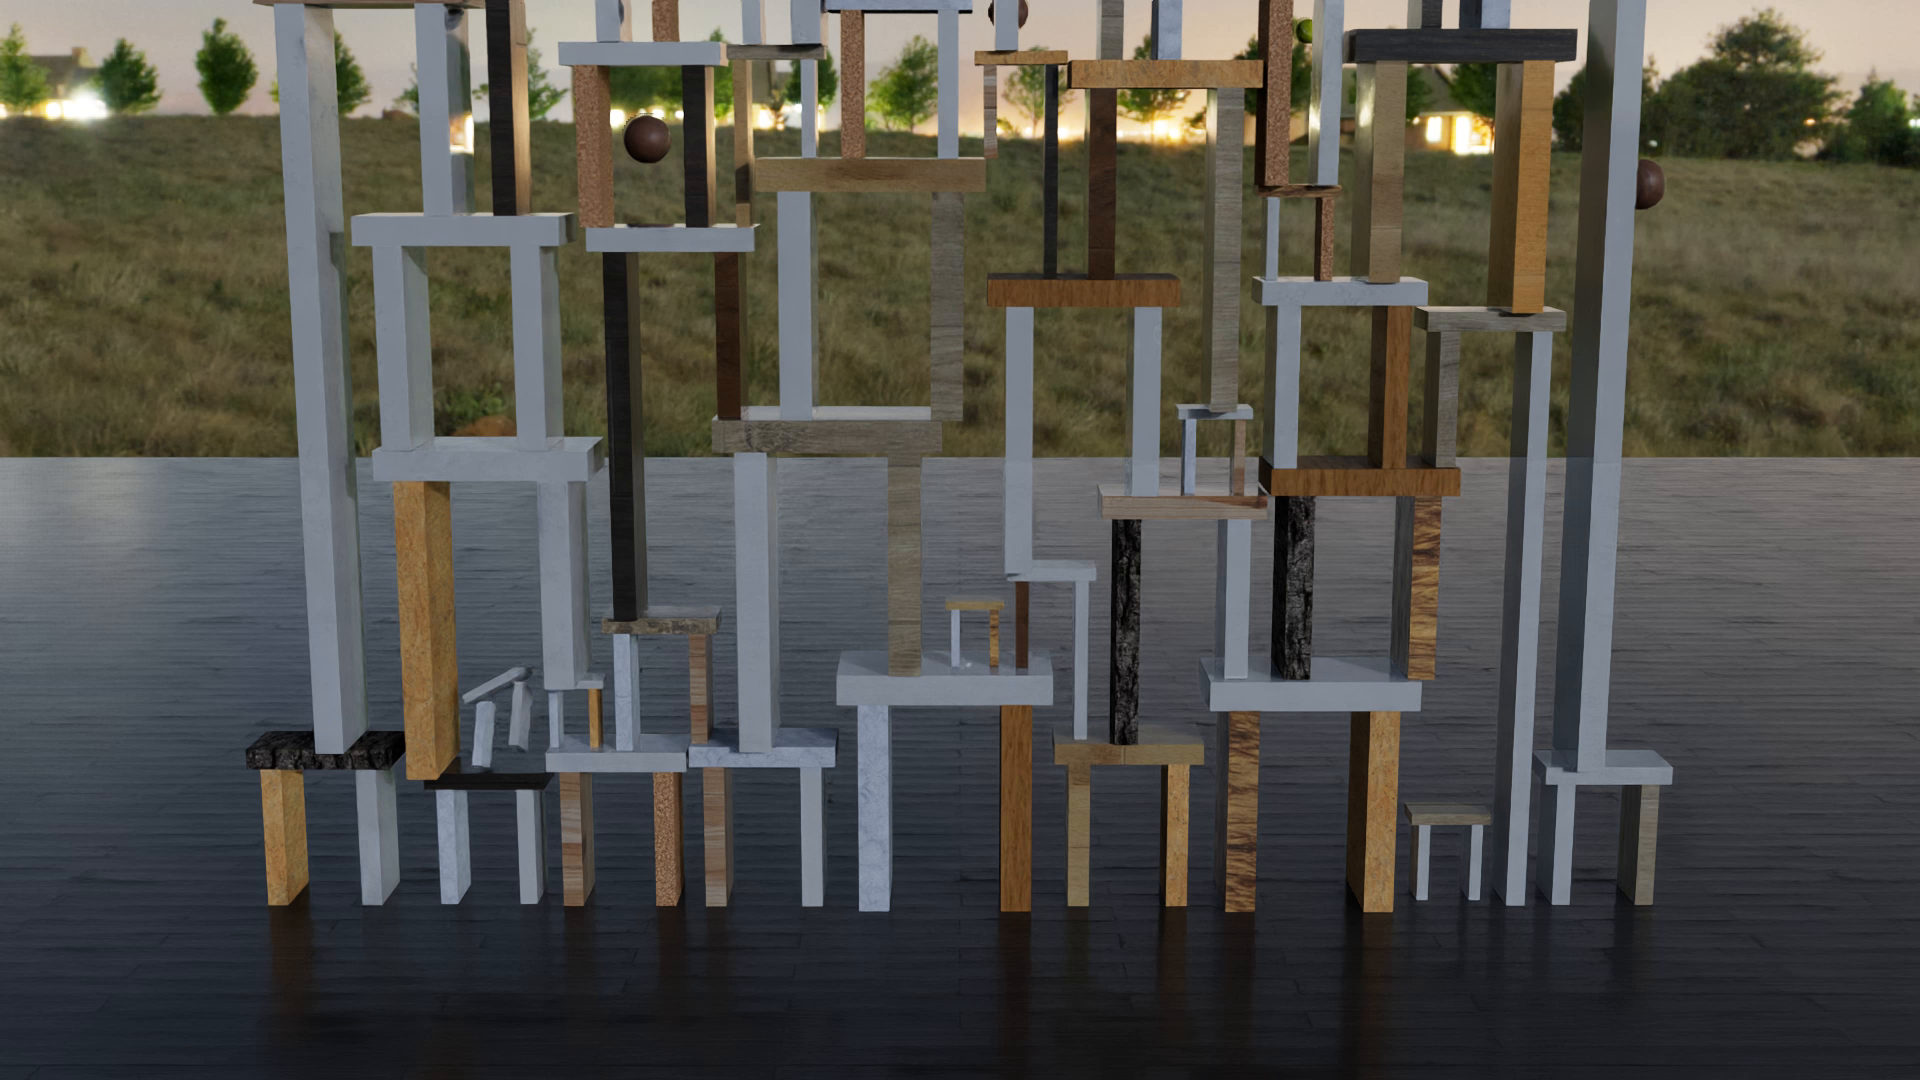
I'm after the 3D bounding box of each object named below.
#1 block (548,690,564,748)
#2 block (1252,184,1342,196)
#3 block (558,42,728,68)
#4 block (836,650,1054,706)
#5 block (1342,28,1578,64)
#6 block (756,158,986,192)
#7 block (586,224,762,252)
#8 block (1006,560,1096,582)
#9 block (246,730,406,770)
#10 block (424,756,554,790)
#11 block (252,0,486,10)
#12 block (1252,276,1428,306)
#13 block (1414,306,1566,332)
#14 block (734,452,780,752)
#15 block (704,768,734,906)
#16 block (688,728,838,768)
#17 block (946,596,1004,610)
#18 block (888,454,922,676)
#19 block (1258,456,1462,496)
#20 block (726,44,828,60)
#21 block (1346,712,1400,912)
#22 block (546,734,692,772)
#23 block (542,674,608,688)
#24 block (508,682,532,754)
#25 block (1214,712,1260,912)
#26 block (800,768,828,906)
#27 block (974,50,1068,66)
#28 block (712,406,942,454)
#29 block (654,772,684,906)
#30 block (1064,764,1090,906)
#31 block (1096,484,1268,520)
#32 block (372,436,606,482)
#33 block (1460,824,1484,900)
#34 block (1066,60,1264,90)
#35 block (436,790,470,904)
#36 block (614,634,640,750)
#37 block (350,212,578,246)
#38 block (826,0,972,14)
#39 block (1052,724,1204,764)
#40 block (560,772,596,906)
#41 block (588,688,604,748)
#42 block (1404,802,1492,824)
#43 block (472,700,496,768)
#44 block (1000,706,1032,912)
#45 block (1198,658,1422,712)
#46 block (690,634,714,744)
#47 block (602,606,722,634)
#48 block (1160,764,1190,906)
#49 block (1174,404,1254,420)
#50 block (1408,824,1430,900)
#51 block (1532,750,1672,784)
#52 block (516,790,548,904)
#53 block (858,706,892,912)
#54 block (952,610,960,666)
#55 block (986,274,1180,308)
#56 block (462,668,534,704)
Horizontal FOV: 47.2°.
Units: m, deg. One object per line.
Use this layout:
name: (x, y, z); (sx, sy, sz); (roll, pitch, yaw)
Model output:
block: (-0.663, 0.286, 3.613); (0.014, 0.098, 0.049); (0, 11, 0)
block: (0.529, -0.550, 3.457); (0.130, 0.018, 0.065); (0, 11, 1)
block: (-0.490, -0.754, 3.417); (0.247, 0.035, 0.123); (0, 11, 0)
block: (-0.024, 0.225, 3.603); (0.347, 0.049, 0.173); (0, 11, 0)
block: (0.769, -0.767, 3.421); (0.336, 0.048, 0.168); (0, 11, 0)
block: (-0.136, -0.574, 3.449); (0.353, 0.050, 0.176); (0, 11, 0)
block: (-0.450, -0.477, 3.472); (0.260, 0.037, 0.130); (0, 11, 0)
block: (0.147, 0.049, 3.568); (0.144, 0.020, 0.072); (0, 11, 0)
block: (-1.043, 0.346, 3.626); (0.231, 0.033, 0.116); (0, 11, 0)
block: (-0.775, 0.385, 3.629); (0.195, 0.028, 0.098); (0, 11, 0)
block: (-0.910, -0.849, 3.401); (0.319, 0.045, 0.159); (0, 11, 1)
block: (0.599, -0.395, 3.482); (0.257, 0.036, 0.129); (0, 11, 0)
block: (0.840, -0.351, 3.491); (0.216, 0.031, 0.108); (0, 11, 0)
block: (-0.328, 0.086, 3.574); (0.051, 0.485, 0.180); (0, 11, 0)
block: (-0.400, 0.474, 3.645); (0.034, 0.237, 0.118); (0, 11, 0)
block: (-0.321, 0.341, 3.620); (0.237, 0.034, 0.118); (0, 11, 0)
block: (0.024, 0.102, 3.576); (0.095, 0.013, 0.047); (0, 11, 0)
block: (-0.088, 0.024, 3.562); (0.051, 0.360, 0.180); (0, 10, 0)
block: (0.641, -0.104, 3.545); (0.299, 0.042, 0.149); (0, 11, 0)
block: (-0.284, -0.756, 3.411); (0.150, 0.021, 0.075); (0, 10, 0)
block: (0.681, 0.425, 3.635); (0.048, 0.338, 0.169); (0, 11, 0)
block: (-0.558, 0.351, 3.623); (0.228, 0.032, 0.114); (0, 11, 0)
block: (-0.631, 0.231, 3.603); (0.098, 0.014, 0.049); (0, 11, -1)
block: (-0.713, 0.289, 3.572); (0.015, 0.105, 0.053); (-1, -20, 6)
block: (0.456, 0.425, 3.635); (0.048, 0.338, 0.169); (0, 11, 0)
block: (-0.242, 0.474, 3.645); (0.034, 0.237, 0.118); (0, 11, 0)
block: (0.094, -0.749, 3.417); (0.143, 0.020, 0.072); (0, 11, -1)
block: (-0.208, -0.178, 3.525); (0.360, 0.051, 0.180); (0, 11, 0)
block: (-0.482, 0.478, 3.646); (0.032, 0.228, 0.114); (0, 11, 0)
block: (0.194, 0.472, 3.646); (0.034, 0.241, 0.121); (0, 11, 0)
block: (0.356, -0.063, 3.545); (0.261, 0.037, 0.131); (0, 11, 0)
block: (-0.754, -0.131, 3.536); (0.338, 0.048, 0.169); (0, 11, 0)
block: (0.851, 0.526, 3.658); (0.018, 0.130, 0.065); (0, 11, 0)
block: (0.316, -0.723, 3.420); (0.292, 0.041, 0.146); (0, 11, 0)
block: (-0.840, 0.494, 3.650); (0.028, 0.195, 0.098); (0, 11, 0)
block: (-0.546, 0.239, 3.607); (0.026, 0.194, 0.092); (0, 11, 0)
block: (-0.777, -0.490, 3.465); (0.319, 0.045, 0.160); (0, 11, 0)
block: (-0.092, -0.833, 3.403); (0.223, 0.032, 0.112); (0, 11, 0)
block: (0.274, 0.336, 3.621); (0.241, 0.034, 0.121); (0, 11, 0)
block: (-0.634, 0.478, 3.646); (0.032, 0.228, 0.114); (0, 11, 0)
block: (-0.598, 0.286, 3.613); (0.014, 0.098, 0.049); (0, 11, 0)
block: (0.807, 0.453, 3.645); (0.130, 0.018, 0.065); (0, 11, 0)
block: (-0.778, 0.318, 3.594); (0.015, 0.105, 0.053); (2, -8, 5)
block: (0.091, 0.419, 3.639); (0.049, 0.347, 0.173); (0, 11, 0)
block: (0.569, 0.235, 3.600); (0.338, 0.048, 0.169); (0, 11, 0)
block: (-0.424, 0.234, 3.606); (0.026, 0.184, 0.092); (0, 11, 0)
block: (-0.485, 0.130, 3.586); (0.184, 0.026, 0.092); (0, 11, 0)
block: (0.355, 0.472, 3.646); (0.034, 0.241, 0.121); (0, 11, 0)
block: (0.406, -0.205, 3.517); (0.118, 0.017, 0.059); (0, 11, 0)
block: (0.764, 0.526, 3.658); (0.018, 0.130, 0.065); (0, 11, 0)
block: (1.056, 0.374, 3.626); (0.205, 0.029, 0.103); (0, 11, 0)
block: (-0.710, 0.494, 3.651); (0.028, 0.195, 0.098); (0, 11, 0)
block: (-0.140, 0.419, 3.639); (0.049, 0.347, 0.173); (0, 11, 0)
block: (-0.007, 0.155, 3.586); (0.013, 0.095, 0.047); (0, 11, 0)
block: (0.192, -0.396, 3.485); (0.299, 0.042, 0.149); (0, 11, 0)
block: (-0.751, 0.237, 3.573); (0.105, 0.015, 0.053); (-28, -10, 13)
